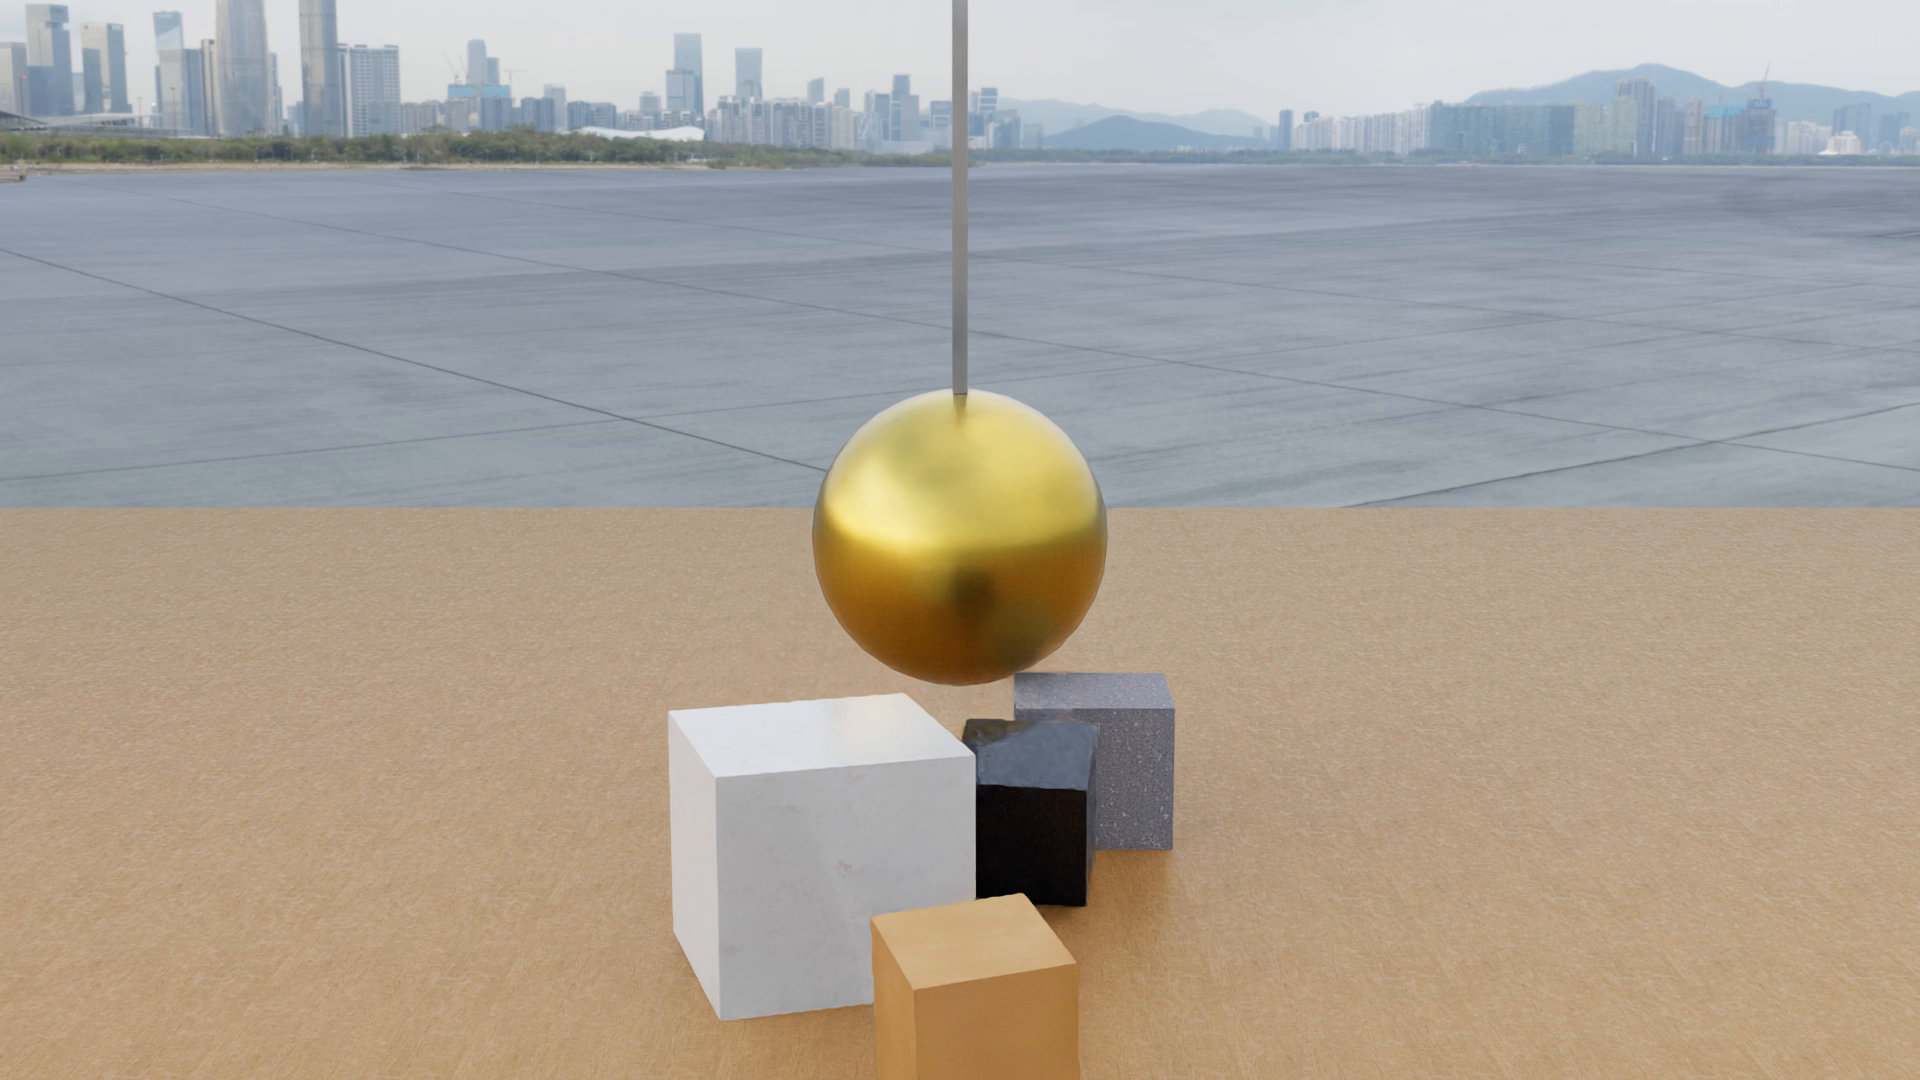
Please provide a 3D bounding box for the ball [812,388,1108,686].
[{"bbox_3d":[0.000,-0.015,11.843,1.600,1.600,1.600,0,10,0],"label":"ball"}]

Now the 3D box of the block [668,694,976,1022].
[{"bbox_3d":[-0.610,1.321,9.445,1.083,1.022,1.074,-3,11,-17],"label":"block"}]

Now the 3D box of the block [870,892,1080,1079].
[{"bbox_3d":[0.049,1.738,7.944,0.591,0.651,0.606,-6,17,-15],"label":"block"}]

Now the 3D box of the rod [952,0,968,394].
[{"bbox_3d":[0.000,-3.274,10.874,0.080,5.200,0.080,0,17,0],"label":"rod"}]

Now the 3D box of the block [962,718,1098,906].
[{"bbox_3d":[0.310,1.276,10.355,0.621,0.639,0.577,2,26,8],"label":"block"}]

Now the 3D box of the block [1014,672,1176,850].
[{"bbox_3d":[0.675,1.127,11.323,0.793,0.731,0.740,0,10,1],"label":"block"}]
